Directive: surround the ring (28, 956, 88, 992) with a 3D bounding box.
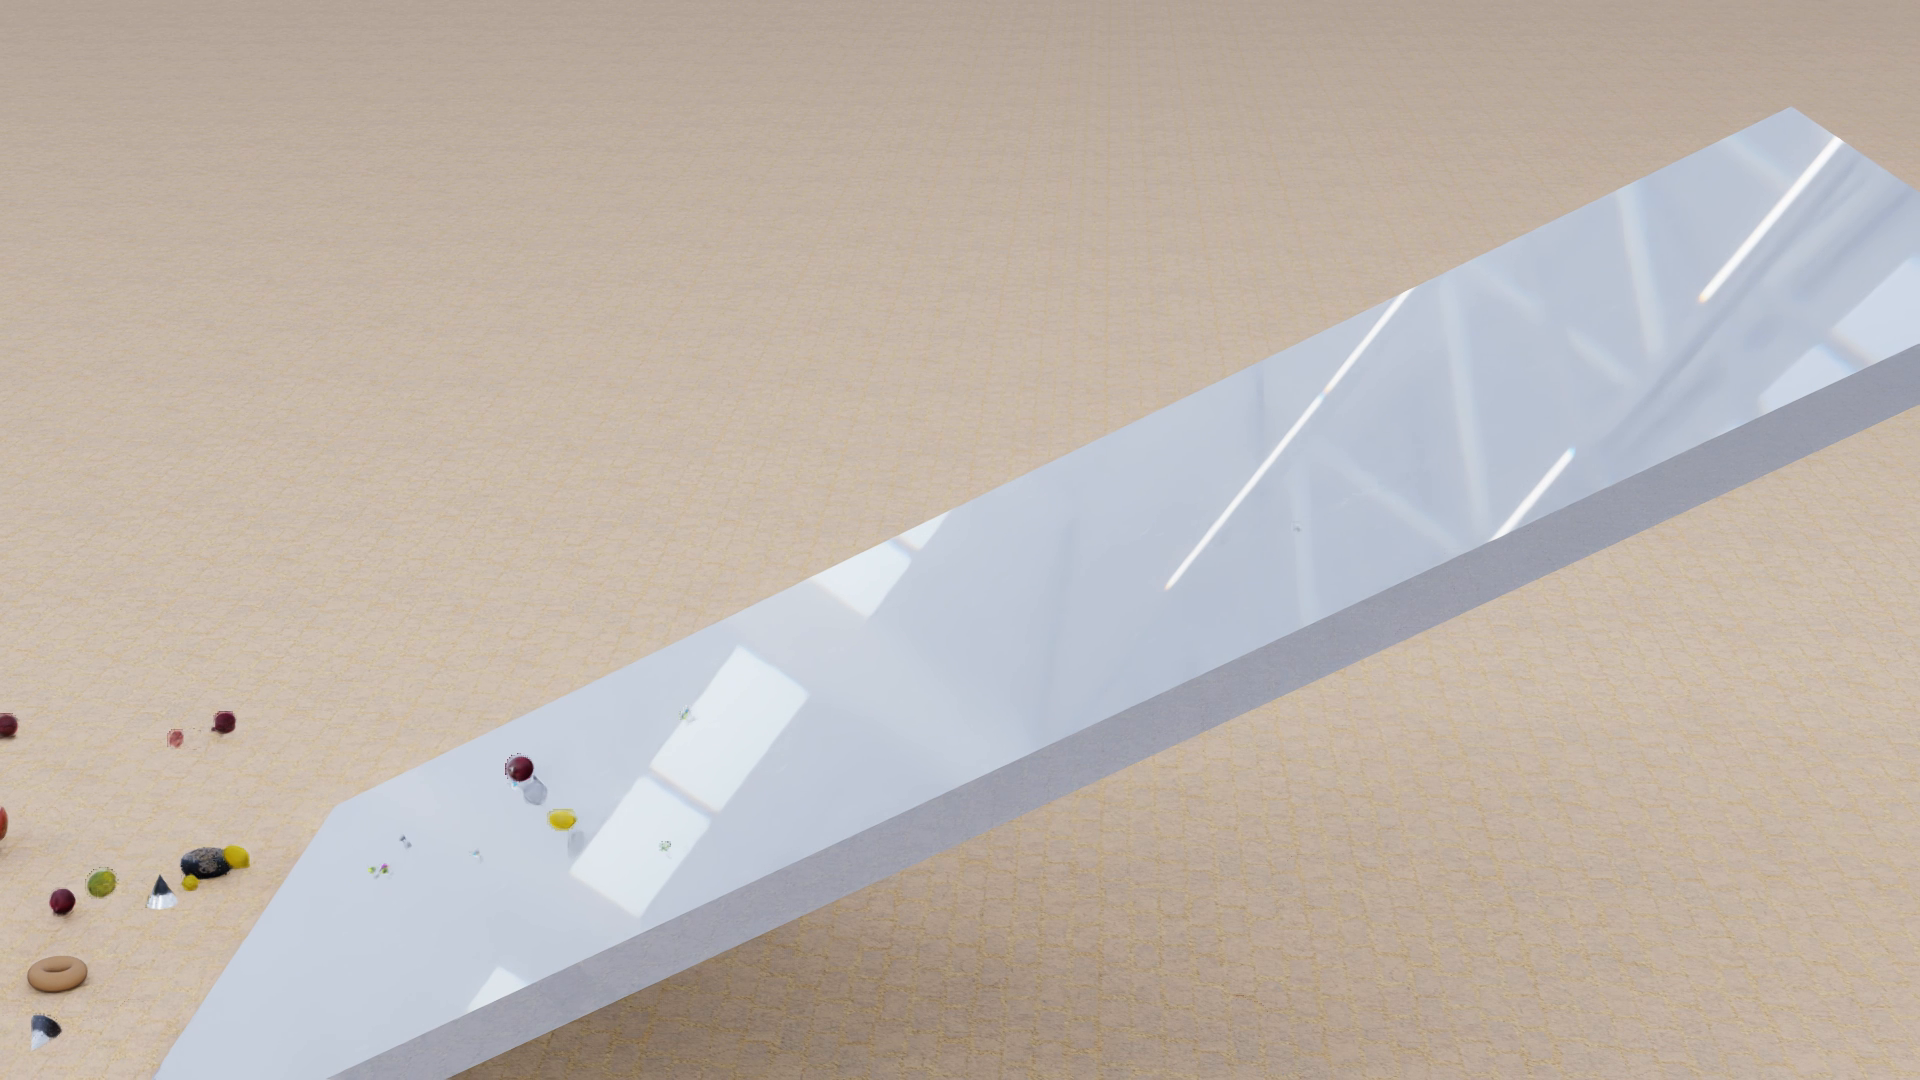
[{"bbox_3d":[-2.078,0.998,6.771,0.134,0.045,0.134,1,17,0],"label":"ring"}]

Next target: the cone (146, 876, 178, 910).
[{"bbox_3d":[-1.955,0.853,7.196,0.076,0.076,0.076,0,17,0],"label":"cone"}]

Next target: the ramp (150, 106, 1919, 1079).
[{"bbox_3d":[0.139,0.168,6.281,4.000,0.100,2.000,-26,14,10],"label":"ramp"}]

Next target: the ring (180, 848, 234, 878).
[{"bbox_3d":[-1.892,0.811,7.391,0.131,0.044,0.131,1,18,0],"label":"ring"}]

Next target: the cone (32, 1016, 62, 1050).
[{"bbox_3d":[-2.025,1.096,6.467,0.072,0.072,0.072,5,44,16],"label":"cone"}]
